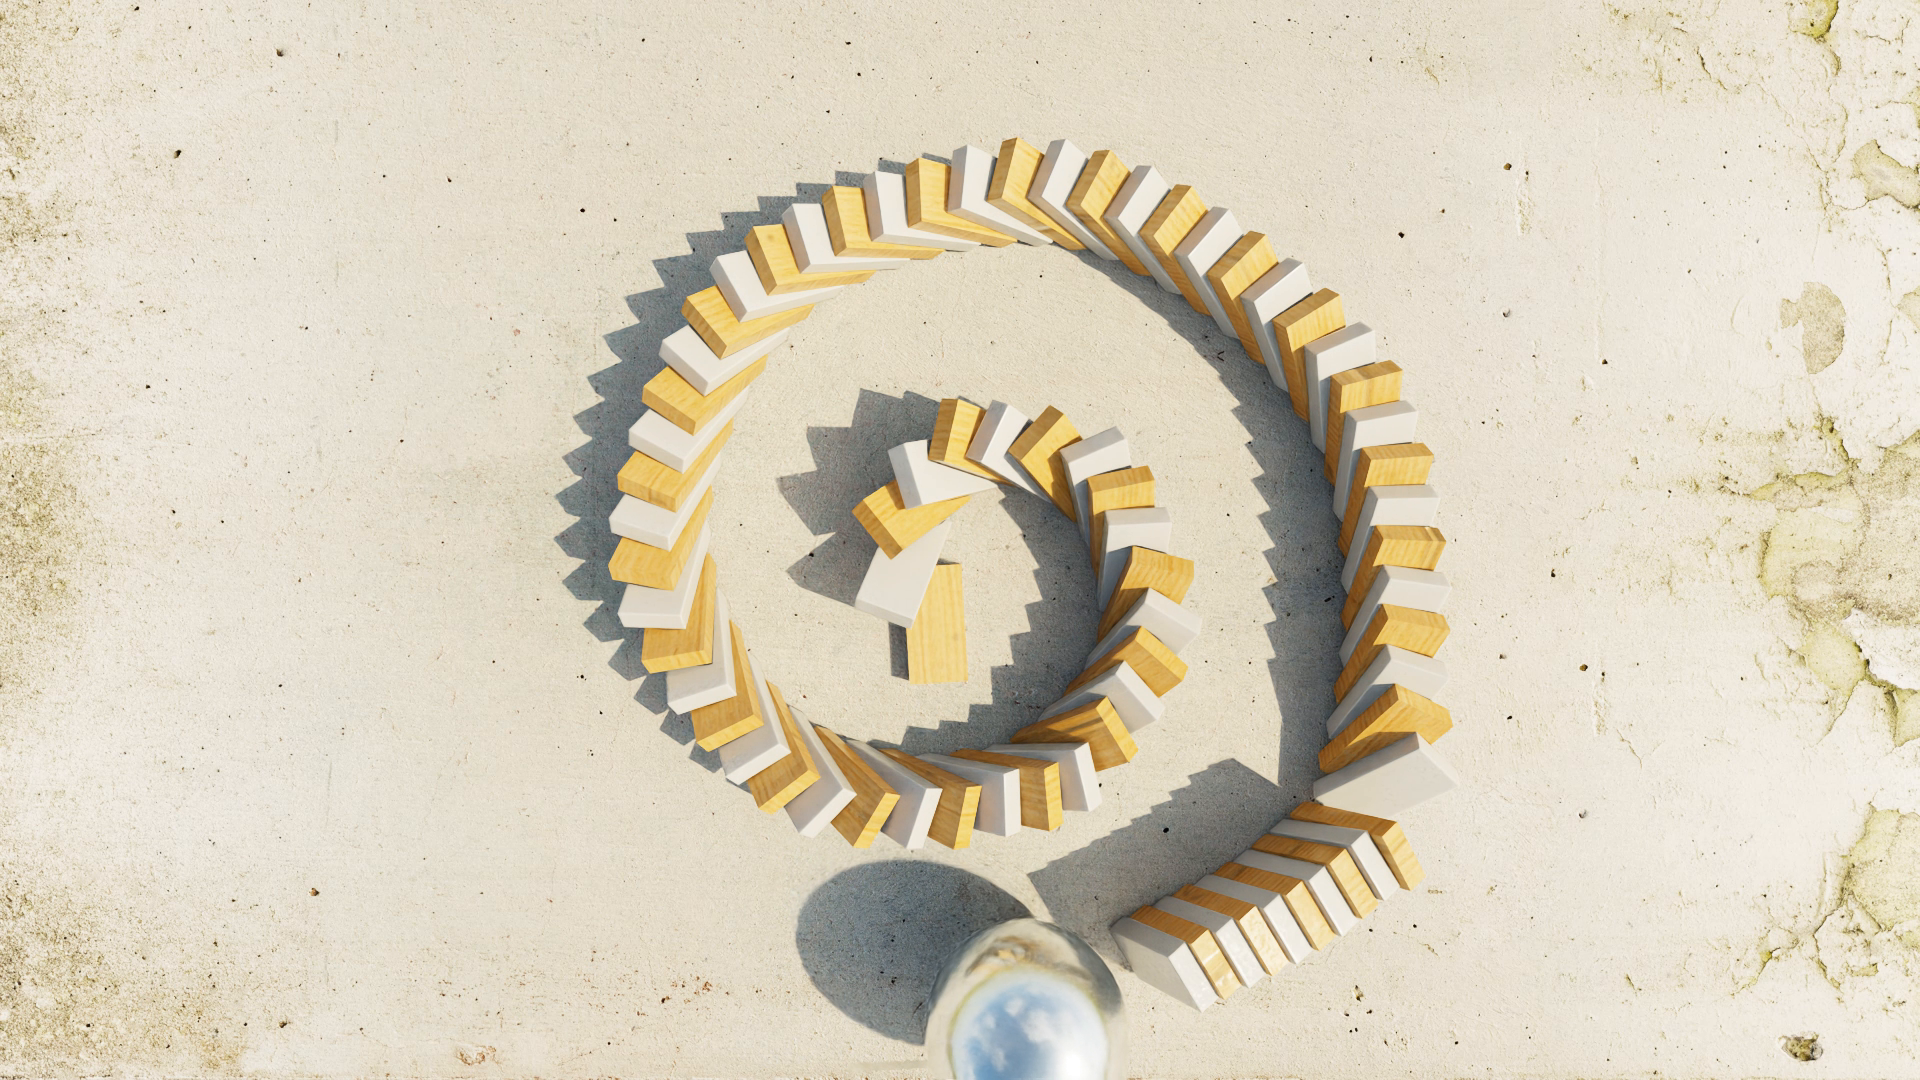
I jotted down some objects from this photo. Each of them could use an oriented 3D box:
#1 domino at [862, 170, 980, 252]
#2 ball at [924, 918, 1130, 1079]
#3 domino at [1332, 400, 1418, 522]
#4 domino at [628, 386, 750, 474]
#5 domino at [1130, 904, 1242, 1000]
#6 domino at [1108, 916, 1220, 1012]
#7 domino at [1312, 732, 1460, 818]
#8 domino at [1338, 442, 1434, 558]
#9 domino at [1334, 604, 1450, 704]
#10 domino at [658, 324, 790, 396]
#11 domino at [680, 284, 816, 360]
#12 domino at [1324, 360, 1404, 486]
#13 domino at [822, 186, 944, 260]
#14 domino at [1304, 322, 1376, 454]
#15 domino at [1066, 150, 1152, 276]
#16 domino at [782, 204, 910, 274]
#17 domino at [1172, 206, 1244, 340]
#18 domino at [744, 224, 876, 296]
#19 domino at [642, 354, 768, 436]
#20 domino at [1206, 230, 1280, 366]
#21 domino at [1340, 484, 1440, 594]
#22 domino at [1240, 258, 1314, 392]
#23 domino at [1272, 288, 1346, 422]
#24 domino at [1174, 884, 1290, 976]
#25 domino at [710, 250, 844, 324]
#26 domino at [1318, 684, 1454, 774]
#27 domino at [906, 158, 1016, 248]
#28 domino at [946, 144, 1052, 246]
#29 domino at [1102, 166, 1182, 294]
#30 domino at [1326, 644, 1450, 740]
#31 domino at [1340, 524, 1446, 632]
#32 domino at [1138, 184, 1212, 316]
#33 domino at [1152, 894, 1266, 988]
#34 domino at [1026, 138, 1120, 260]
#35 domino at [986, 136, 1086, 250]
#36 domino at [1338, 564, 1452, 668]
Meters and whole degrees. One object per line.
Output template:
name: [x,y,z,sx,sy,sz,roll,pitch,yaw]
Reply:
domino: [-0.015,-0.136,0.381,0.050,0.010,0.025,-8,90,-38]
ball: [0.026,0.192,0.360,0.080,0.080,0.080,0,90,0]
domino: [0.172,-0.032,0.381,0.025,0.010,0.050,-11,128,0]
domino: [-0.112,-0.052,0.381,0.025,0.010,0.050,28,52,0]
domino: [0.091,0.167,0.375,0.010,0.050,0.025,-31,90,-21]
domino: [0.082,0.172,0.375,0.009,0.050,0.025,-31,90,-21]
domino: [0.176,0.101,0.380,0.025,0.009,0.050,42,124,-10]
domino: [0.176,-0.016,0.381,0.025,0.010,0.050,-4,128,0]
domino: [0.178,0.050,0.381,0.025,0.009,0.050,11,127,0]
domino: [-0.097,-0.083,0.381,0.025,0.010,0.050,42,51,0]
domino: [-0.087,-0.096,0.380,0.025,0.010,0.050,50,50,0]
domino: [0.167,-0.048,0.381,0.025,0.010,0.050,-15,128,-1]
domino: [-0.031,-0.131,0.381,0.050,0.010,0.025,-13,90,-38]
domino: [0.159,-0.063,0.381,0.025,0.010,0.050,-23,129,0]
domino: [0.068,-0.135,0.381,0.050,0.009,0.025,29,89,-38]
domino: [-0.047,-0.125,0.381,0.050,0.010,0.025,-17,89,-39]
domino: [0.111,-0.110,0.381,0.025,0.009,0.050,-49,128,0]
domino: [-0.061,-0.118,0.381,0.050,0.009,0.025,-22,89,-39]
domino: [-0.105,-0.067,0.381,0.025,0.009,0.050,34,52,0]
domino: [0.124,-0.100,0.381,0.025,0.010,0.050,-44,128,0]
domino: [0.178,0.000,0.381,0.025,0.010,0.050,-1,128,0]
domino: [0.136,-0.089,0.381,0.025,0.009,0.050,-38,128,0]
domino: [0.148,-0.076,0.381,0.025,0.010,0.050,-32,129,0]
domino: [0.109,0.158,0.375,0.009,0.050,0.025,-31,90,-21]
domino: [-0.075,-0.109,0.380,0.050,0.009,0.025,-29,89,-39]
domino: [0.176,0.083,0.381,0.025,0.009,0.050,26,127,-4]
domino: [0.001,-0.139,0.381,0.050,0.010,0.025,-3,90,-38]
domino: [0.018,-0.142,0.381,0.050,0.009,0.025,6,90,-39]
domino: [0.083,-0.128,0.381,0.050,0.010,0.025,34,90,-38]
domino: [0.177,0.067,0.381,0.025,0.009,0.050,18,127,0]
domino: [0.179,0.017,0.381,0.025,0.010,0.050,2,128,0]
domino: [0.097,-0.120,0.381,0.050,0.009,0.025,38,90,-38]
domino: [0.100,0.163,0.375,0.009,0.050,0.025,-31,90,-21]
domino: [0.052,-0.140,0.381,0.050,0.009,0.025,23,89,-39]
domino: [0.036,-0.143,0.381,0.050,0.010,0.025,15,90,-39]
domino: [0.180,0.034,0.381,0.025,0.009,0.050,8,127,0]
